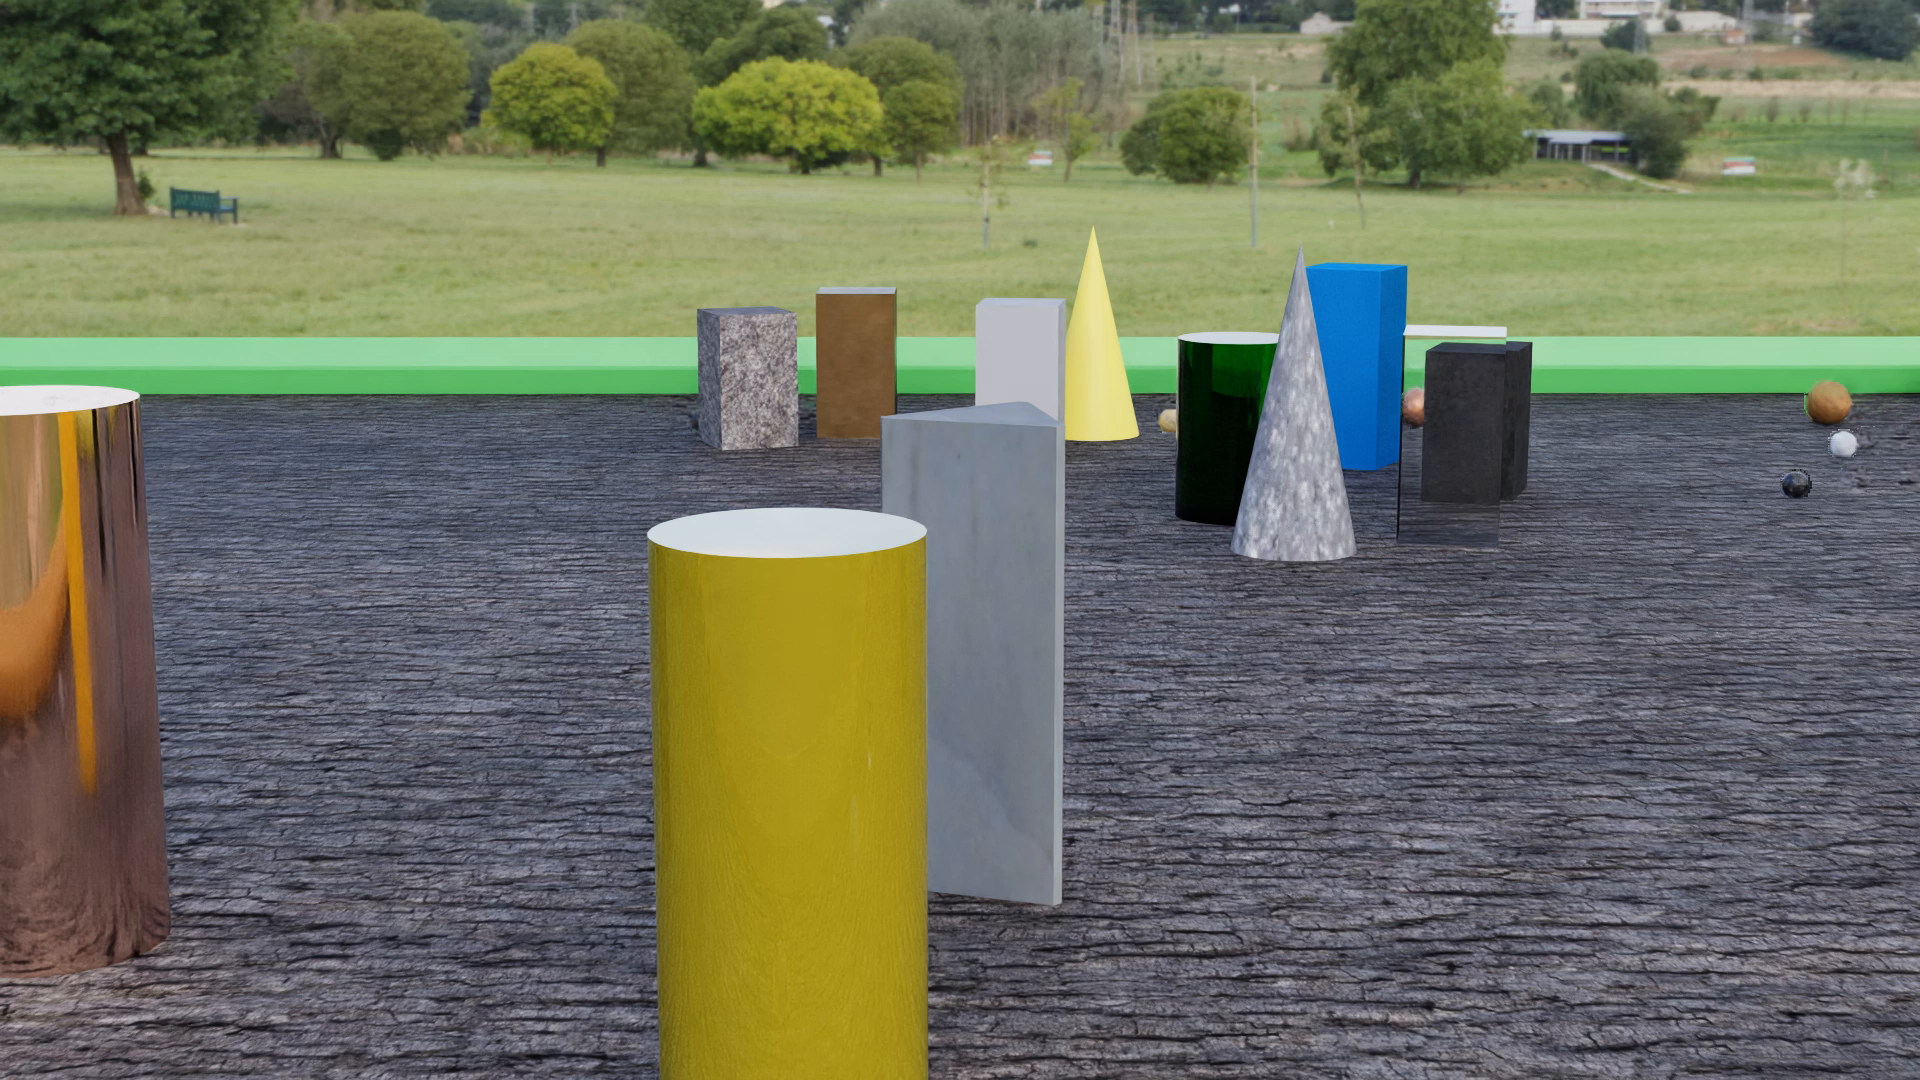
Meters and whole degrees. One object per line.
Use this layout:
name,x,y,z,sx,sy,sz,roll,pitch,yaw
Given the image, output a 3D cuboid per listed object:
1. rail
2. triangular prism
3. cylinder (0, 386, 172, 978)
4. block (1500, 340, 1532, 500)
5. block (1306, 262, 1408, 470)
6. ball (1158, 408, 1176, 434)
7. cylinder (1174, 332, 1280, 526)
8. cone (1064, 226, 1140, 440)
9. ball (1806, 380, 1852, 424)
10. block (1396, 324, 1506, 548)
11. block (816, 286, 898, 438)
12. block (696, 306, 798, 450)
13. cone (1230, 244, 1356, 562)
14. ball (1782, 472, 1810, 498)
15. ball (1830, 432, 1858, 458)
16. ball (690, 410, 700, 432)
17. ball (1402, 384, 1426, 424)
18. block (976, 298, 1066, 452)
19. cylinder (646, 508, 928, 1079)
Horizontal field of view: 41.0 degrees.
rail,-0.013,-0.385,5.688,4.417,0.124,0.045,0,11,0
triangular prism,0.033,0.094,2.304,0.166,0.423,0.143,4,11,20
cylinder,-0.764,0.111,2.120,0.191,0.457,0.191,0,11,0
block,0.886,-0.208,4.393,0.153,0.253,0.153,4,11,21
block,0.718,-0.321,4.705,0.153,0.360,0.153,5,12,27
ball,0.419,-0.237,5.101,0.050,0.050,0.050,0,11,0
cylinder,0.446,-0.183,4.157,0.191,0.290,0.191,0,11,0
cone,0.261,-0.414,5.060,0.191,0.413,0.191,0,11,0
ball,1.769,-0.280,5.226,0.089,0.089,0.089,0,11,0
block,0.760,-0.163,3.965,0.153,0.321,0.153,2,11,12
block,-0.204,-0.354,5.095,0.153,0.283,0.153,0,11,1
block,-0.410,-0.314,4.954,0.153,0.256,0.153,-4,11,-22
cone,0.505,-0.214,3.848,0.191,0.464,0.191,0,11,0
ball,1.414,-0.093,4.342,0.046,0.046,0.046,0,11,0
ball,1.648,-0.177,4.785,0.049,0.049,0.049,0,11,0
ball,-0.515,-0.237,5.117,0.045,0.045,0.045,0,11,0
ball,0.930,-0.276,5.227,0.081,0.081,0.081,0,11,0
block,0.114,-0.302,4.805,0.153,0.287,0.153,1,11,7
cylinder,-0.118,0.196,1.793,0.191,0.410,0.191,0,11,0
